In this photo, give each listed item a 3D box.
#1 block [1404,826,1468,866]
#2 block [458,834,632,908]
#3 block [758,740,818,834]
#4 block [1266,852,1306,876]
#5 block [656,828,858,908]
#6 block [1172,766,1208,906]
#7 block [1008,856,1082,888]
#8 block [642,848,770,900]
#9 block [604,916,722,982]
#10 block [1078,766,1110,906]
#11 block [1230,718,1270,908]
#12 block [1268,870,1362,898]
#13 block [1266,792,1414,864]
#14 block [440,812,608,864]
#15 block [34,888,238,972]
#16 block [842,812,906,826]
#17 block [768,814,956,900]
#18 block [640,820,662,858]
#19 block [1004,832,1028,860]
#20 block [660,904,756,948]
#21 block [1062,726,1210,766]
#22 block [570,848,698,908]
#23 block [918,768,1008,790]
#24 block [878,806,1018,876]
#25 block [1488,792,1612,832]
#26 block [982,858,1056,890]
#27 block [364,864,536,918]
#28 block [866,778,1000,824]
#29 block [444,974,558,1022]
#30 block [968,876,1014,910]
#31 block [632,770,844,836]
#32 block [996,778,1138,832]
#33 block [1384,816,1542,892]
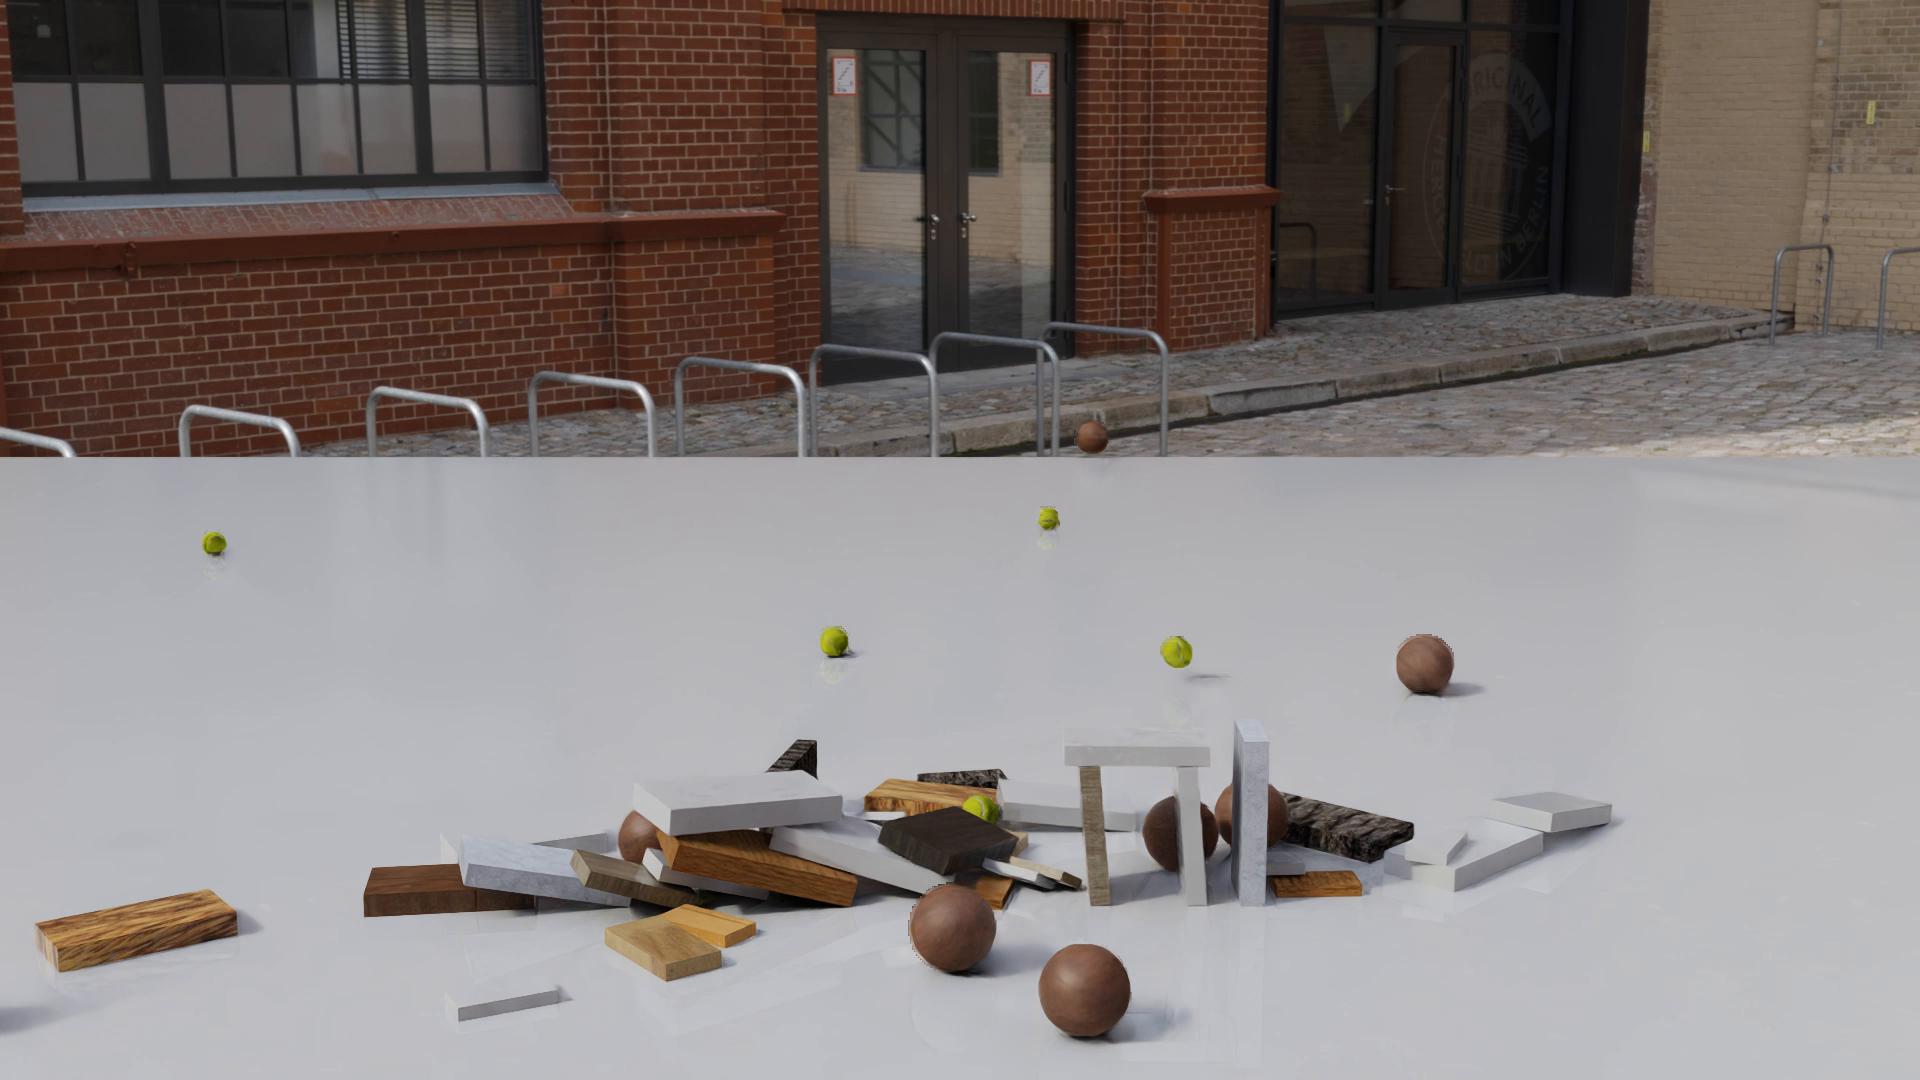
[{"bbox_3d":[0.815,0.522,3.761,0.071,0.020,0.142,5,12,26],"label":"block"},{"bbox_3d":[-0.683,0.545,3.619,0.271,0.038,0.135,11,9,-19],"label":"block"},{"bbox_3d":[-0.311,0.462,3.999,0.037,0.131,0.263,2,11,11],"label":"block"},{"bbox_3d":[0.538,0.551,3.749,0.071,0.020,0.142,-1,-1,-4],"label":"block"},{"bbox_3d":[-0.335,0.525,3.620,0.309,0.044,0.154,15,9,-20],"label":"block"},{"bbox_3d":[0.379,0.474,3.645,0.033,0.236,0.118,-5,10,1],"label":"block"},{"bbox_3d":[0.144,0.561,3.710,0.115,0.016,0.058,9,-15,41],"label":"block"},{"bbox_3d":[-0.419,0.552,3.637,0.193,0.027,0.096,15,3,-26],"label":"block"},{"bbox_3d":[-0.459,0.628,3.389,0.096,0.027,0.193,-8,13,-36],"label":"block"},{"bbox_3d":[0.221,0.473,3.646,0.033,0.236,0.118,-5,10,1],"label":"block"},{"bbox_3d":[0.480,0.451,3.649,0.040,0.281,0.140,0,11,0],"label":"block"},{"bbox_3d":[0.595,0.577,3.685,0.142,0.020,0.071,-1,11,-3],"label":"block"},{"bbox_3d":[0.657,0.516,3.959,0.281,0.040,0.140,9,14,41],"label":"block"},{"bbox_3d":[-0.769,0.533,3.873,0.263,0.037,0.131,-5,12,-26],"label":"block"},{"bbox_3d":[-1.292,0.611,3.452,0.271,0.038,0.135,-8,13,-35],"label":"block"},{"bbox_3d":[-0.170,0.511,3.810,0.165,0.082,0.023,-3,31,13],"label":"block"},{"bbox_3d":[-0.159,0.518,3.695,0.309,0.044,0.154,16,10,-1],"label":"block"},{"bbox_3d":[-0.506,0.518,3.881,0.129,0.064,0.018,-9,14,-41],"label":"block"},{"bbox_3d":[-0.073,0.527,3.942,0.386,0.023,0.082,4,11,21],"label":"block"},{"bbox_3d":[-0.404,0.612,3.492,0.147,0.021,0.073,7,13,35],"label":"block"},{"bbox_3d":[0.289,0.340,3.622,0.236,0.033,0.118,0,11,1],"label":"block"},{"bbox_3d":[-0.530,0.554,3.577,0.193,0.027,0.096,19,6,-28],"label":"block"},{"bbox_3d":[0.006,0.470,4.252,0.165,0.023,0.082,-2,11,-12],"label":"block"},{"bbox_3d":[-0.017,0.509,3.735,0.131,0.037,0.263,24,10,25],"label":"block"},{"bbox_3d":[1.072,0.493,3.991,0.122,0.035,0.244,9,5,41],"label":"block"},{"bbox_3d":[0.099,0.562,3.703,0.115,0.016,0.058,9,-15,40],"label":"block"},{"bbox_3d":[-0.840,0.576,3.640,0.271,0.038,0.135,-2,11,-8],"label":"block"},{"bbox_3d":[-0.041,0.490,4.111,0.244,0.035,0.122,4,11,19],"label":"block"},{"bbox_3d":[-0.668,0.666,3.204,0.147,0.021,0.073,-5,12,-27],"label":"block"},{"bbox_3d":[0.052,0.585,3.652,0.058,0.016,0.115,2,11,11],"label":"block"},{"bbox_3d":[-0.367,0.434,3.644,0.309,0.044,0.154,-1,11,-30],"label":"block"},{"bbox_3d":[0.194,0.486,4.034,0.244,0.035,0.122,6,13,-6],"label":"block"},{"bbox_3d":[0.875,0.542,3.818,0.140,0.040,0.281,10,15,44],"label":"block"}]
